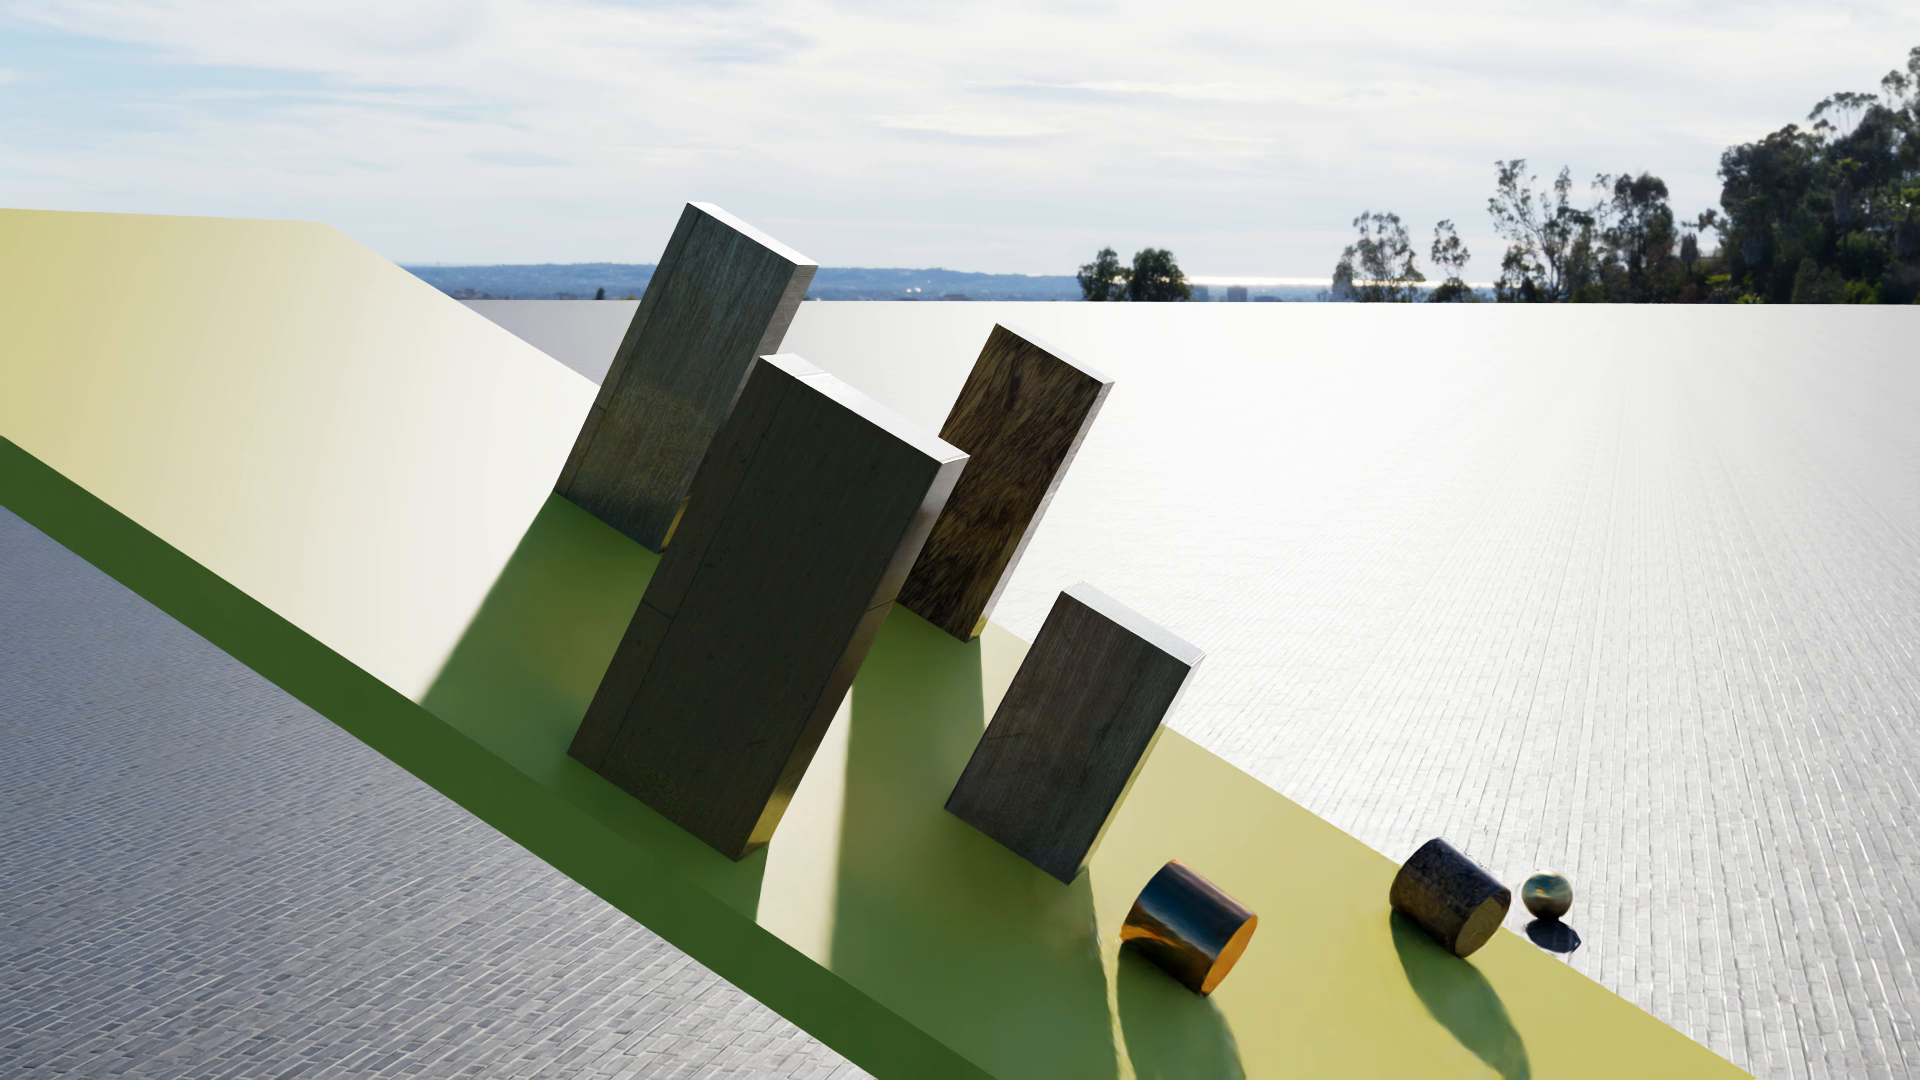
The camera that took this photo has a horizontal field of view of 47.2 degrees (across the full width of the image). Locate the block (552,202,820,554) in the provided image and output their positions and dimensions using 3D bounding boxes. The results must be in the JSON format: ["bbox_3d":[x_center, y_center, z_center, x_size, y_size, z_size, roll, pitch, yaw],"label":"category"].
[{"bbox_3d":[-0.551,-0.322,4.392,0.259,0.650,0.119,31,14,12],"label":"block"}]

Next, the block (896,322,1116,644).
[{"bbox_3d":[0.061,-0.126,4.832,0.271,0.652,0.110,31,14,12],"label":"block"}]

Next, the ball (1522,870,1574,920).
[{"bbox_3d":[1.687,1.019,6.315,0.144,0.144,0.144,0,7,0],"label":"ball"}]

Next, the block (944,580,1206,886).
[{"bbox_3d":[0.202,0.336,3.868,0.259,0.451,0.141,31,14,12],"label":"block"}]

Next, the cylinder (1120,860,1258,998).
[{"bbox_3d":[0.384,0.650,3.684,0.165,0.165,0.165,34,21,22],"label":"cylinder"}]

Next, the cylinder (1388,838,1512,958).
[{"bbox_3d":[1.006,0.735,4.515,0.176,0.176,0.176,-7,35,-45],"label":"cylinder"}]

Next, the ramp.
[{"bbox_3d":[-0.217,0.359,4.145,4.000,0.100,2.000,31,14,12],"label":"ramp"}]

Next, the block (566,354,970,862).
[{"bbox_3d":[-0.292,0.101,3.297,0.315,0.688,0.134,31,14,12],"label":"block"}]
